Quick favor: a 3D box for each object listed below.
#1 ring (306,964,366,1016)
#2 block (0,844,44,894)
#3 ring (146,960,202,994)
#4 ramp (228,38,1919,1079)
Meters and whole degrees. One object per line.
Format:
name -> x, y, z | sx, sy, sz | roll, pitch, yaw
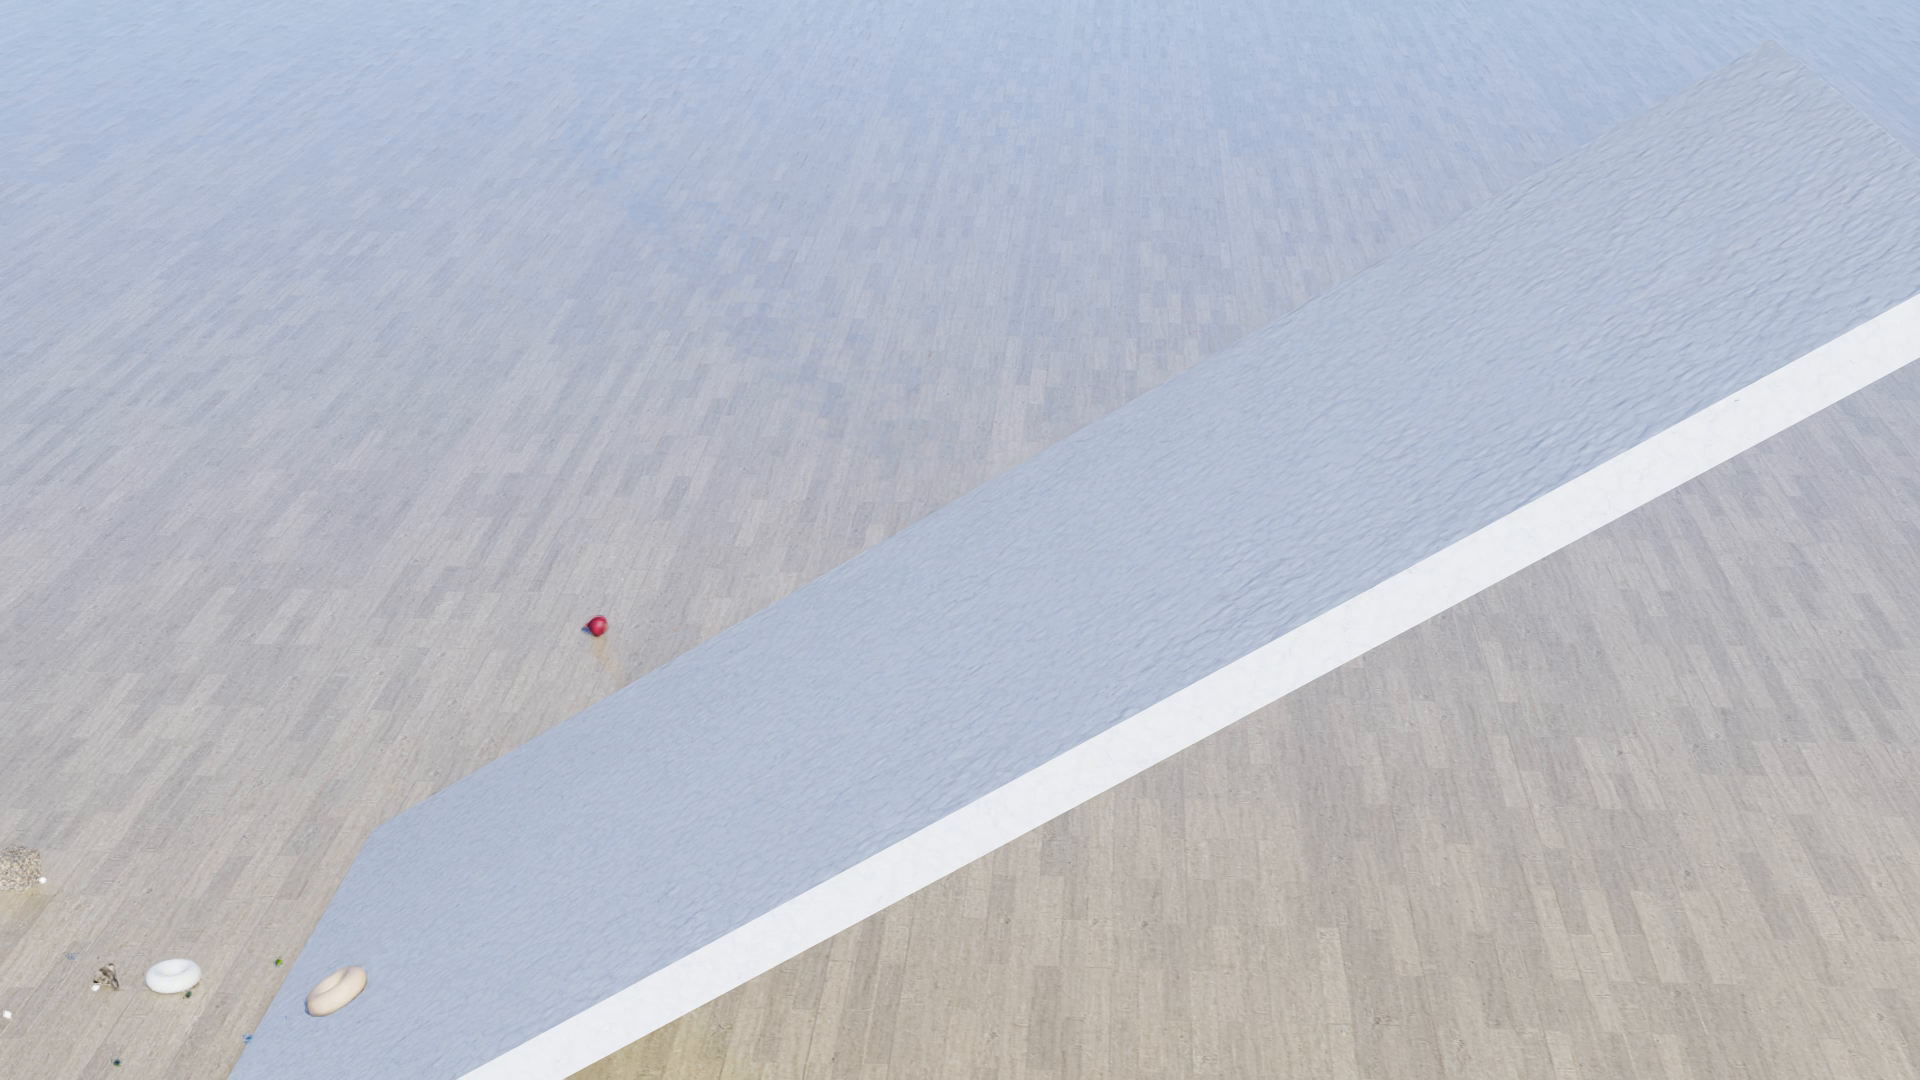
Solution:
ring -> -1.371, 0.991, 6.469 | 0.148, 0.049, 0.148 | -29, 16, 9
block -> -2.414, 0.842, 7.530 | 0.086, 0.086, 0.086 | 8, 21, 22
ring -> -1.878, 1.041, 7.024 | 0.131, 0.044, 0.131 | -1, 18, 0
ramp -> 0.141, 0.169, 6.288 | 4.000, 0.100, 2.000 | -29, 15, 13
